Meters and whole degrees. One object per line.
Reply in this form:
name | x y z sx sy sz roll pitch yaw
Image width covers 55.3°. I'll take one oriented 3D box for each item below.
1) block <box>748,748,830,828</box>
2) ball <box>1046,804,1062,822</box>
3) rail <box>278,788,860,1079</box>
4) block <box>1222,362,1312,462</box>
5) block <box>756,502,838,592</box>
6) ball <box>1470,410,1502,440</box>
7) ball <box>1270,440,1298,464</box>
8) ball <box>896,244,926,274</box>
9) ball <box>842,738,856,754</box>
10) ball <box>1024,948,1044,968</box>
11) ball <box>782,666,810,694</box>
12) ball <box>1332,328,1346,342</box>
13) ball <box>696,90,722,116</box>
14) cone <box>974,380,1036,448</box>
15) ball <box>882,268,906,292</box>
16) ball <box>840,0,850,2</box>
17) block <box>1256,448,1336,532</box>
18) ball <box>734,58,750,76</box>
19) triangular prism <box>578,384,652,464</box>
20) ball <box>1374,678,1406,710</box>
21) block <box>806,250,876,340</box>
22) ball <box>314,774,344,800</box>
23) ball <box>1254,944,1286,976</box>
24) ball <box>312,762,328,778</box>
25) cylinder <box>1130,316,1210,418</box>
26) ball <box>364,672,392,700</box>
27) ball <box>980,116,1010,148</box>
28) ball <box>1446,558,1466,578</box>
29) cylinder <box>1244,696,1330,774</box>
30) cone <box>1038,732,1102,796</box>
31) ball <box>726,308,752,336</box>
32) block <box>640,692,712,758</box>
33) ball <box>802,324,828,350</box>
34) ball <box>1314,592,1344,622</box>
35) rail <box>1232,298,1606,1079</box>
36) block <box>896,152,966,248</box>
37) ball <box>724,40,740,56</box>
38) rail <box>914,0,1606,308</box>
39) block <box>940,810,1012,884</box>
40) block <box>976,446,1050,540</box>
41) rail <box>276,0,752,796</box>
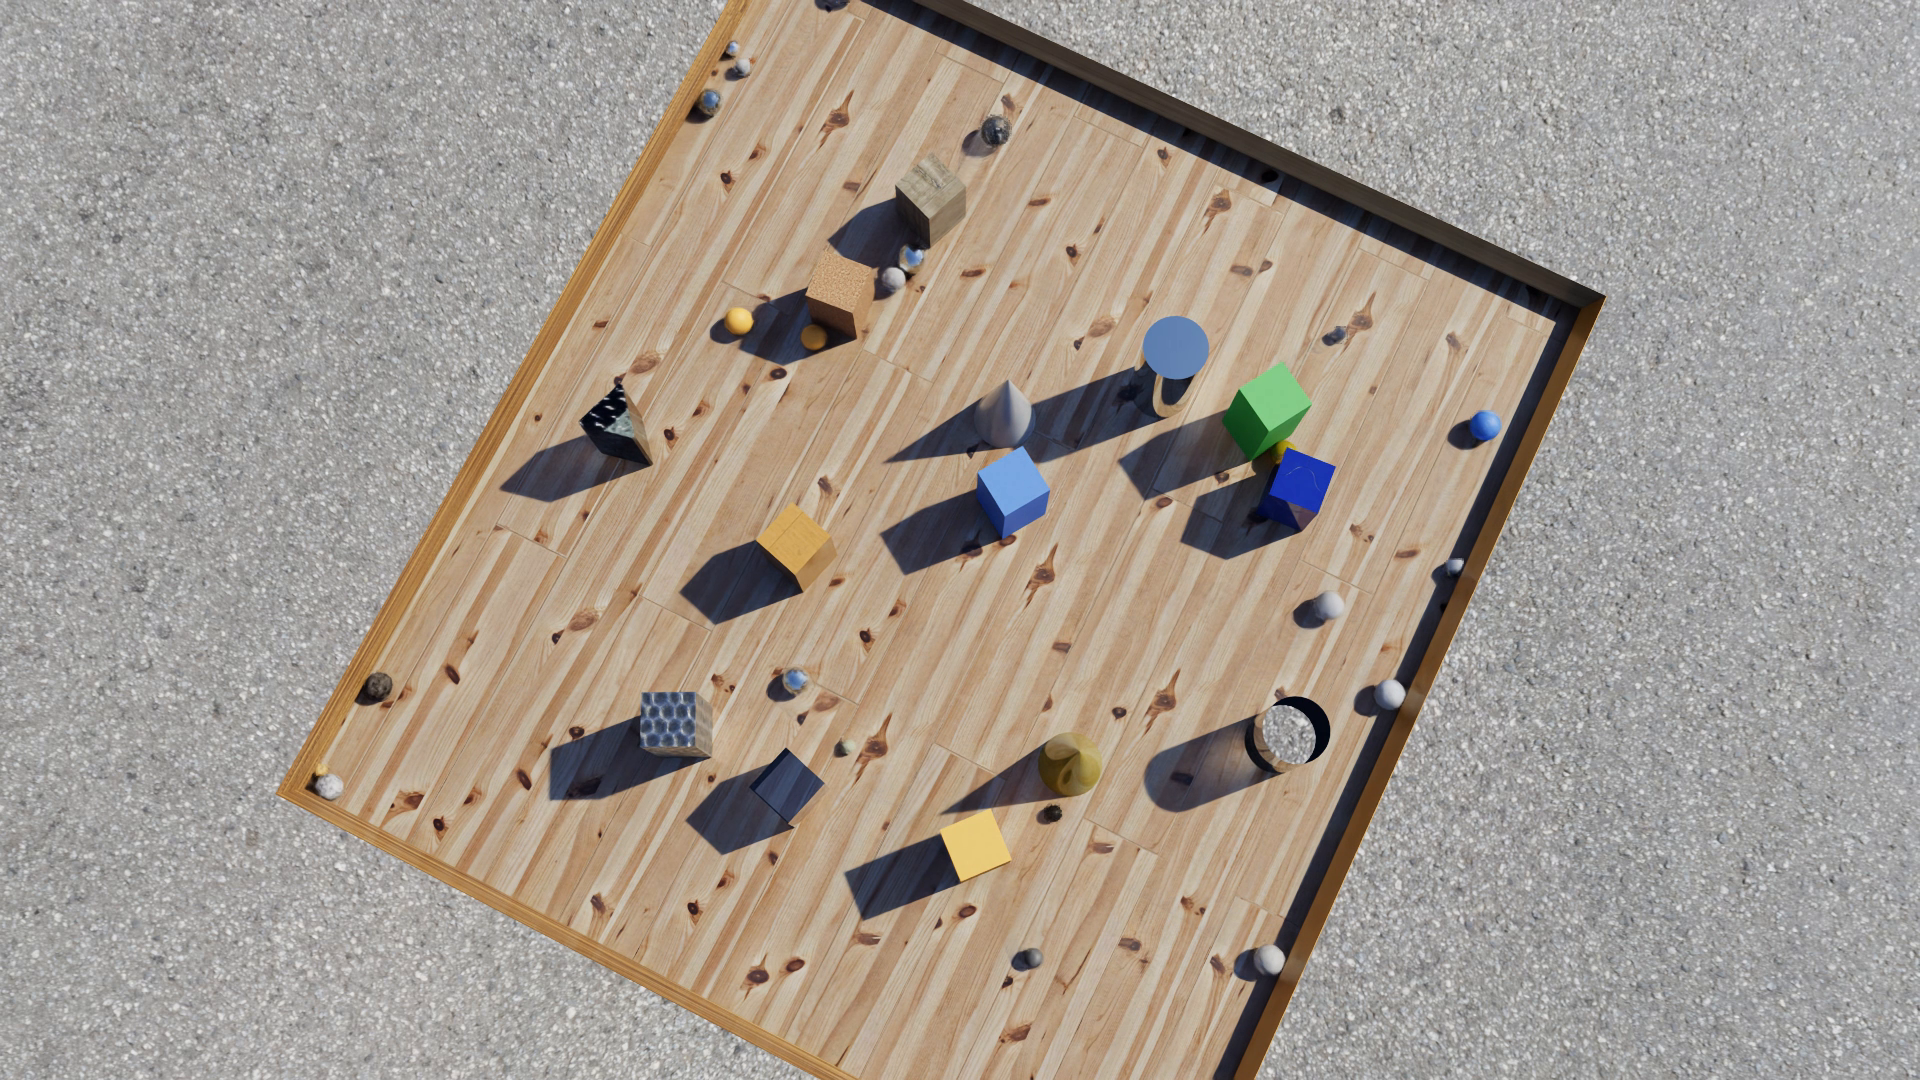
block | -0.494 0.724 5.346 0.154 0.236 0.154 42 81 8
ball | 0.279 0.809 5.424 0.049 0.049 0.049 0 78 0
rail | -0.693 1.364 5.270 2.887 0.125 0.045 26 80 5
block | 0.919 -0.382 5.512 0.154 0.360 0.154 -32 80 -6
block | -0.483 0.024 5.462 0.154 0.292 0.154 41 81 8
ball | 1.618 -0.351 5.642 0.093 0.093 0.093 0 78 0
ball | 0.995 -0.263 5.628 0.085 0.085 0.085 0 78 0
ball | -0.152 -0.883 5.750 0.096 0.096 0.096 0 78 0
ball | -0.332 0.616 5.466 0.045 0.045 0.045 0 78 0
ball | 0.214 1.216 5.335 0.058 0.058 0.058 0 78 0
ball | -0.489 0.421 5.486 0.085 0.085 0.085 0 78 0
ball | 1.184 -0.643 5.727 0.043 0.043 0.043 0 78 0
ball | -0.803 -1.401 5.866 0.080 0.080 0.080 0 78 0
cone | 0.140 -0.421 5.487 0.192 0.424 0.192 0 78 0
ball | -0.209 -0.817 5.747 0.076 0.076 0.076 0 78 0
ball | -0.373 -1.791 5.941 0.091 0.091 0.091 0 78 0
block | 1.008 -0.150 5.515 0.154 0.258 0.154 22 79 4
ball | -0.702 -1.523 5.905 0.052 0.052 0.052 0 78 0
triangular prism | -1.012 -0.355 5.517 0.166 0.339 0.144 15 79 3
ball | 1.284 0.460 5.475 0.091 0.091 0.091 0 78 0
block | -0.366 -0.753 5.642 0.154 0.254 0.154 21 79 4
ball | -1.867 0.731 5.424 0.080 0.080 0.080 0 78 0
ball | 0.898 1.218 5.319 0.090 0.090 0.090 0 78 0
ball | -1.903 0.686 5.451 0.045 0.045 0.045 0 78 0
cylinder | 0.625 -0.515 5.509 0.192 0.419 0.192 0 78 0
ball | -1.740 0.437 5.485 0.081 0.081 0.081 0 78 0
ball | 0.114 -1.300 5.837 0.096 0.096 0.096 0 78 0
ball | 1.506 0.087 5.568 0.060 0.060 0.060 0 78 0
cylinder | 0.949 0.569 5.328 0.192 0.334 0.192 0 78 0
cone | 0.330 0.626 5.263 0.192 0.439 0.192 0 78 0
ball | -0.689 -0.682 5.714 0.086 0.086 0.086 0 78 0
block | -0.819 0.540 5.320 0.154 0.362 0.154 -1 78 0
ball | -0.453 -0.631 5.706 0.079 0.079 0.079 0 78 0
ball | 1.112 0.200 5.530 0.089 0.089 0.089 0 78 0
rail | 1.270 0.628 5.422 0.045 0.125 3.147 26 80 5
block | -0.090 -1.056 5.709 0.154 0.248 0.154 -43 81 -8
ball | -0.735 -1.590 5.919 0.051 0.051 0.051 0 78 0
rail | 0.693 -1.351 5.831 2.887 0.125 0.045 26 80 5
block | 0.044 0.883 5.272 0.154 0.316 0.154 -22 79 -4
block | 0.156 -0.138 5.477 0.154 0.329 0.154 -30 80 -6
rail | -1.270 -0.615 5.679 0.045 0.125 3.147 26 80 5
